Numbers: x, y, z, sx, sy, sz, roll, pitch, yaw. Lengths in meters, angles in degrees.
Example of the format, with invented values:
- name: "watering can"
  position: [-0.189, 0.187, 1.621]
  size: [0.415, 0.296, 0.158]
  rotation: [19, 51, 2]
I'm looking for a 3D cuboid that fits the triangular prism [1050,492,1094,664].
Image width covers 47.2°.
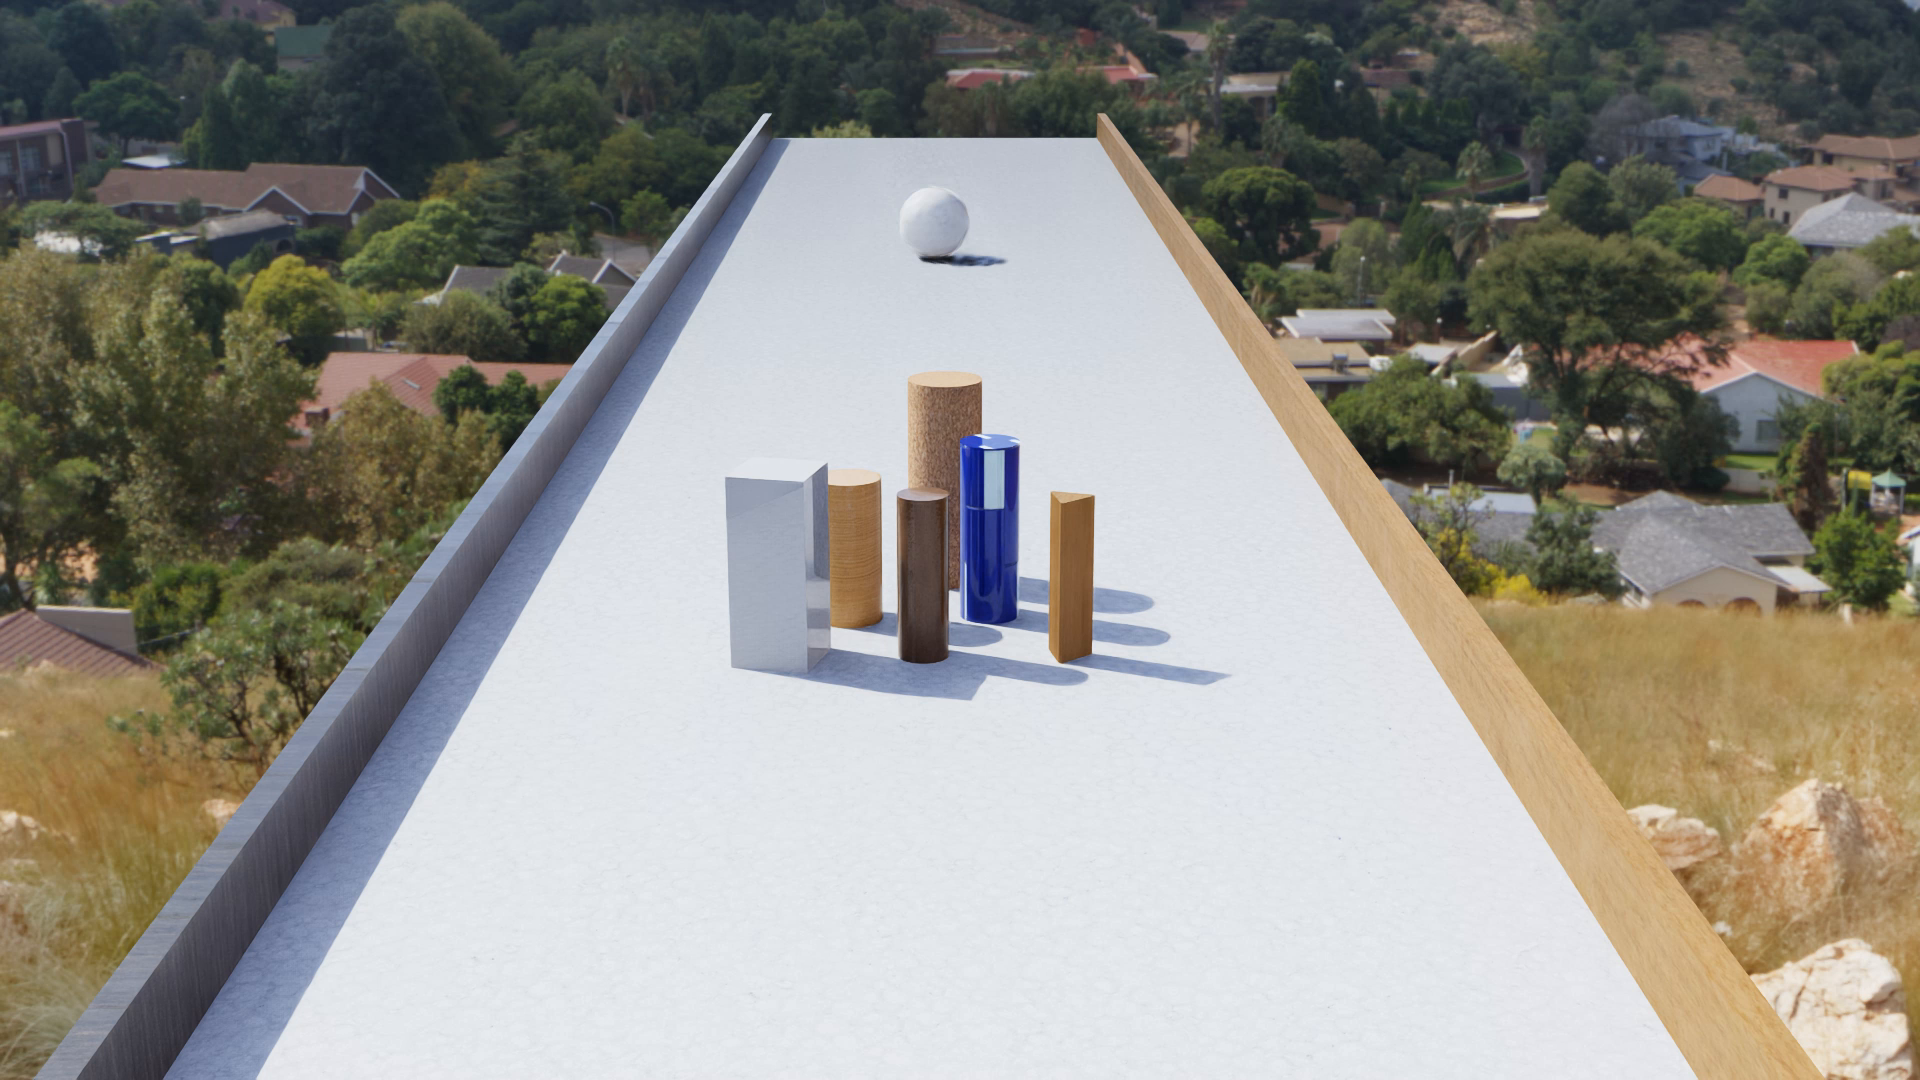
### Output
- name: "triangular prism"
  position: [0.208, 0.070, 4.406]
  size: [0.090, 0.333, 0.078]
  rotation: [-14, 22, -40]

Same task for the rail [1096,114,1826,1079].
- name: "rail"
  position: [0.932, -0.844, 7.801]
  size: [0.050, 0.150, 12.000]
  rotation: [0, 17, -1]

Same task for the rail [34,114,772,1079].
- name: "rail"
  position: [-1.118, -0.838, 7.780]
  size: [0.050, 0.150, 12.000]
  rotation: [0, 17, -1]

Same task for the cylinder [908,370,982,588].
- name: "cylinder"
  position: [-0.033, -0.134, 4.874]
  size: [0.164, 0.457, 0.164]
  rotation: [0, 17, 0]

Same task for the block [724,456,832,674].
- name: "block"
  position: [-0.359, 0.049, 4.374]
  size: [0.159, 0.393, 0.159]
  rotation: [4, 17, 13]

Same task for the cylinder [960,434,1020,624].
- name: "cylinder"
  position: [0.063, -0.023, 4.638]
  size: [0.126, 0.381, 0.126]
  rotation: [0, 17, 0]

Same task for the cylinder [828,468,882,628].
- name: "cylinder"
  position: [-0.233, 0.017, 4.626]
  size: [0.139, 0.310, 0.139]
  rotation: [0, 17, 0]

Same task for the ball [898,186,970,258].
- name: "ball"
  position: [-0.107, -1.324, 9.161]
  size: [0.295, 0.295, 0.295]
  rotation: [0, 17, 0]

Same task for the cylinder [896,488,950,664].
- name: "cylinder"
  position: [-0.074, 0.071, 4.396]
  size: [0.104, 0.338, 0.104]
  rotation: [0, 17, 0]
